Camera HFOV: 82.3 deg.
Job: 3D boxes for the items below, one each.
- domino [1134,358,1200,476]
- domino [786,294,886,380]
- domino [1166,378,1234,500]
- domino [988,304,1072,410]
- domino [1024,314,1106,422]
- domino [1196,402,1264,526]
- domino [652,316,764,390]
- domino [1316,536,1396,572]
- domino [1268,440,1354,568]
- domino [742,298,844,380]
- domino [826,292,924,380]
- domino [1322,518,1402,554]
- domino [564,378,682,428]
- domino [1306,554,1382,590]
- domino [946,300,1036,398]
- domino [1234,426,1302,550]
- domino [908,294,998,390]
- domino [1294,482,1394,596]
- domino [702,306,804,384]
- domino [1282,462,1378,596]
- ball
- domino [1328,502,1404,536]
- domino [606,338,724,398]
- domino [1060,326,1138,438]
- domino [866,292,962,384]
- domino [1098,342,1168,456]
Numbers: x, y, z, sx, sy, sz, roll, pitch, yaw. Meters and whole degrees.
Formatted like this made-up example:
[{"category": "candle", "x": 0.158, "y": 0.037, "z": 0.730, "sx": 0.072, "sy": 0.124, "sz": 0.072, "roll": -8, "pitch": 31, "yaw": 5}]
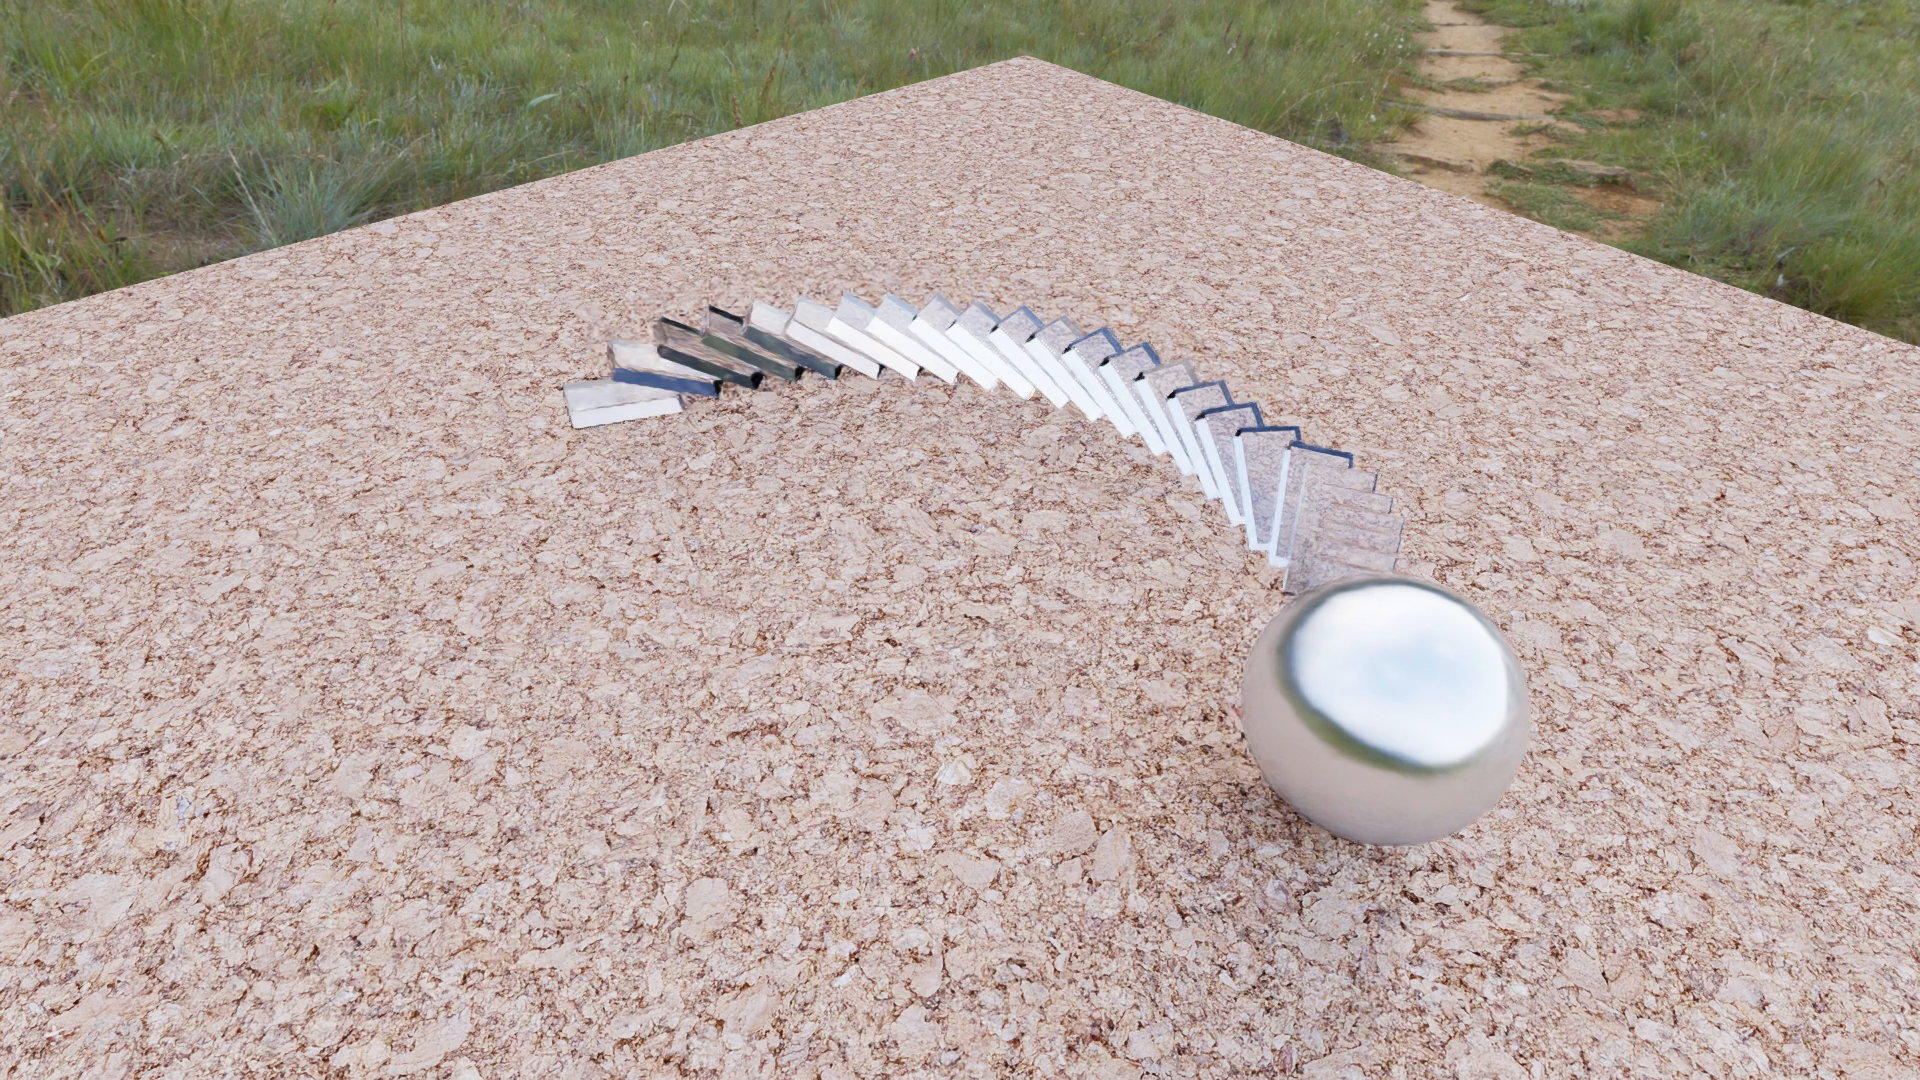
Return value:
[{"category": "domino", "x": 0.101, "y": -0.055, "z": 0.492, "sx": 0.025, "sy": 0.009, "sz": 0.050, "roll": -18, "pitch": 73, "yaw": -21}, {"category": "domino", "x": -0.060, "y": -0.101, "z": 0.548, "sx": 0.050, "sy": 0.010, "sz": 0.025, "roll": 25, "pitch": 36, "yaw": -17}, {"category": "domino", "x": 0.112, "y": -0.044, "z": 0.479, "sx": 0.025, "sy": 0.010, "sz": 0.050, "roll": -14, "pitch": 71, "yaw": -16}, {"category": "domino", "x": 0.040, "y": -0.089, "z": 0.534, "sx": 0.050, "sy": 0.009, "sz": 0.025, "roll": 46, "pitch": 52, "yaw": 5}, {"category": "domino", "x": 0.057, "y": -0.082, "z": 0.525, "sx": 0.025, "sy": 0.010, "sz": 0.050, "roll": -35, "pitch": 81, "yaw": -35}, {"category": "domino", "x": 0.120, "y": -0.033, "z": 0.464, "sx": 0.025, "sy": 0.009, "sz": 0.050, "roll": -10, "pitch": 71, "yaw": -12}, {"category": "domino", "x": -0.121, "y": -0.090, "z": 0.530, "sx": 0.050, "sy": 0.009, "sz": 0.025, "roll": 17, "pitch": 28, "yaw": -34}, {"category": "domino", "x": 0.132, "y": 0.026, "z": 0.381, "sx": 0.025, "sy": 0.050, "sz": 0.009, "roll": 14, "pitch": 11, "yaw": 17}, {"category": "domino", "x": 0.140, "y": -0.013, "z": 0.437, "sx": 0.025, "sy": 0.009, "sz": 0.050, "roll": 13, "pitch": 72, "yaw": 2}, {"category": "domino", "x": -0.082, "y": -0.099, "z": 0.545, "sx": 0.050, "sy": 0.010, "sz": 0.025, "roll": 23, "pitch": 33, "yaw": -21}, {"category": "domino", "x": -0.040, "y": -0.102, "z": 0.549, "sx": 0.050, "sy": 0.010, "sz": 0.025, "roll": 29, "pitch": 39, "yaw": -12}, {"category": "domino", "x": 0.136, "y": 0.020, "z": 0.388, "sx": 0.025, "sy": 0.050, "sz": 0.010, "roll": 14, "pitch": 11, "yaw": 17}, {"category": "domino", "x": -0.160, "y": -0.067, "z": 0.523, "sx": 0.050, "sy": 0.009, "sz": 0.025, "roll": -12, "pitch": 41, "yaw": -20}, {"category": "domino", "x": 0.127, "y": 0.033, "z": 0.373, "sx": 0.025, "sy": 0.050, "sz": 0.009, "roll": 14, "pitch": 11, "yaw": 17}, {"category": "domino", "x": 0.020, "y": -0.094, "z": 0.539, "sx": 0.050, "sy": 0.010, "sz": 0.025, "roll": 39, "pitch": 46, "yaw": -1}, {"category": "domino", "x": 0.129, "y": -0.021, "z": 0.449, "sx": 0.025, "sy": 0.010, "sz": 0.050, "roll": -3, "pitch": 72, "yaw": -4}, {"category": "domino", "x": 0.001, "y": -0.098, "z": 0.545, "sx": 0.050, "sy": 0.010, "sz": 0.025, "roll": 38, "pitch": 45, "yaw": -2}, {"category": "domino", "x": 0.141, "y": 0.006, "z": 0.406, "sx": 0.025, "sy": 0.050, "sz": 0.009, "roll": 13, "pitch": 11, "yaw": 15}, {"category": "domino", "x": -0.102, "y": -0.096, "z": 0.541, "sx": 0.050, "sy": 0.009, "sz": 0.025, "roll": 21, "pitch": 30, "yaw": -26}, {"category": "domino", "x": 0.139, "y": -0.002, "z": 0.416, "sx": 0.025, "sy": 0.050, "sz": 0.009, "roll": 10, "pitch": 10, "yaw": 10}, {"category": "ball", "x": 0.125, "y": 0.049, "z": 0.327, "sx": 0.080, "sy": 0.080, "sz": 0.080, "roll": 0, "pitch": 39, "yaw": 0}, {"category": "domino", "x": 0.140, "y": 0.014, "z": 0.396, "sx": 0.025, "sy": 0.050, "sz": 0.009, "roll": 14, "pitch": 11, "yaw": 17}, {"category": "domino", "x": -0.141, "y": -0.082, "z": 0.525, "sx": 0.050, "sy": 0.009, "sz": 0.025, "roll": 6, "pitch": 34, "yaw": -29}, {"category": "domino", "x": 0.073, "y": -0.074, "z": 0.515, "sx": 0.025, "sy": 0.010, "sz": 0.050, "roll": -30, "pitch": 78, "yaw": -31}, {"category": "domino", "x": -0.020, "y": -0.100, "z": 0.547, "sx": 0.050, "sy": 0.010, "sz": 0.025, "roll": 32, "pitch": 41, "yaw": -9}, {"category": "domino", "x": 0.088, "y": -0.065, "z": 0.504, "sx": 0.025, "sy": 0.010, "sz": 0.050, "roll": -24, "pitch": 75, "yaw": -26}]
